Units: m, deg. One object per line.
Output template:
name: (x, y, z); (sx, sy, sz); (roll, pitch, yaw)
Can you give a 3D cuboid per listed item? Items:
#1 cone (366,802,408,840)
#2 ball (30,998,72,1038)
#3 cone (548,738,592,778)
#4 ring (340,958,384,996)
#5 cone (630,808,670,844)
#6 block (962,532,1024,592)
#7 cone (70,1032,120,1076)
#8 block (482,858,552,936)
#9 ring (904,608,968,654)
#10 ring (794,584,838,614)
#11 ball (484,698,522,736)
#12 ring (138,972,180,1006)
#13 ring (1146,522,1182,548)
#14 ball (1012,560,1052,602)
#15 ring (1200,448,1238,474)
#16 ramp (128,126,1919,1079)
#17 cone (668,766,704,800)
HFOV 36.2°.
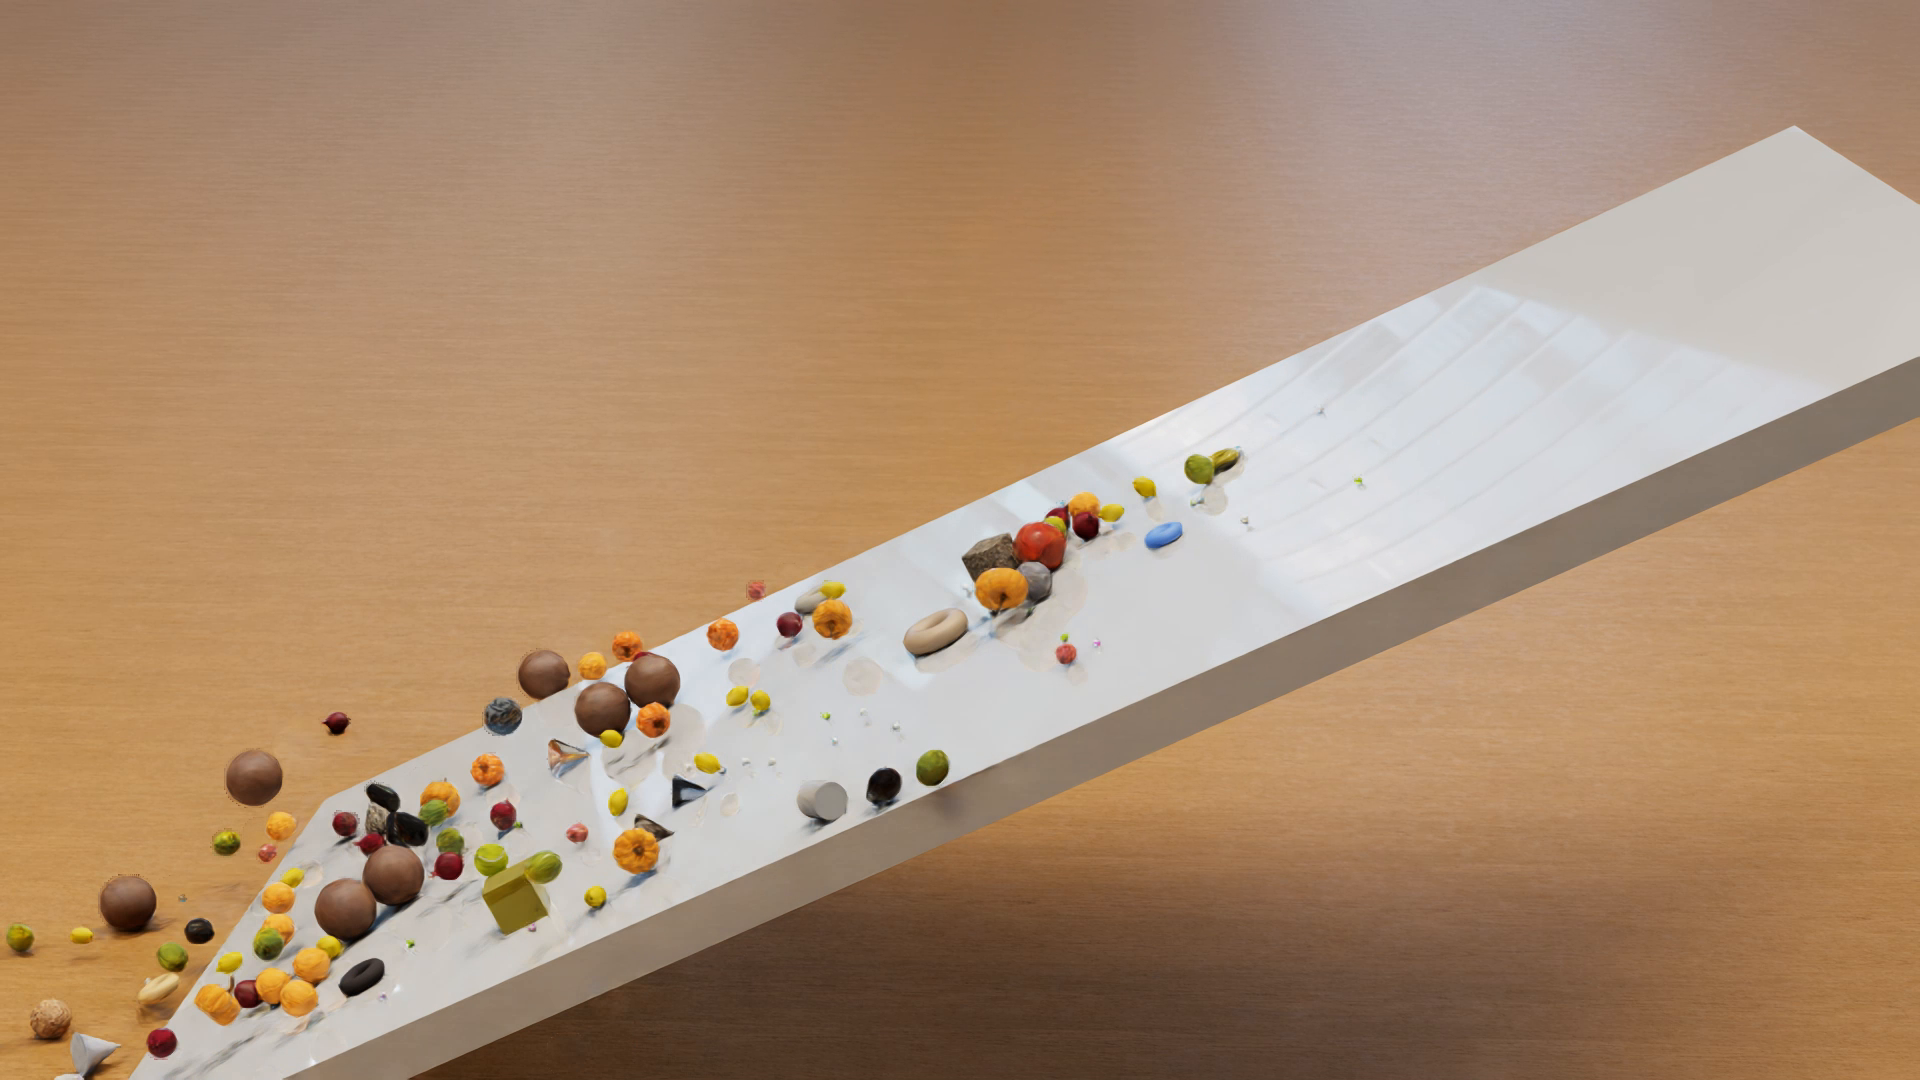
cone: (-1.342, 0.664, 6.925); (0.092, 0.092, 0.092); (2, 16, 6)
ball: (-1.984, 1.045, 6.420); (0.086, 0.086, 0.086); (0, 16, 0)
cone: (-0.880, 0.492, 6.695); (0.090, 0.090, 0.090); (-3, 16, -26)
ring: (-1.193, 0.872, 5.871); (0.100, 0.033, 0.100); (-27, 17, 9)
cone: (-0.605, 0.581, 5.846); (0.075, 0.075, 0.075); (19, 20, 9)
block: (0.074, 0.048, 6.454); (0.086, 0.086, 0.086); (-15, 17, 40)
cone: (-1.833, 1.087, 6.274); (0.094, 0.094, 0.094); (-7, 17, -38)
block: (-0.869, 0.700, 5.765); (0.096, 0.096, 0.096); (-27, 13, 1)
ring: (-0.051, 0.194, 6.222); (0.148, 0.049, 0.148); (-25, 15, 7)
ring: (-0.343, 0.140, 7.006); (0.112, 0.037, 0.112); (-26, 12, 6)
ball: (-0.930, 0.359, 5.989); (0.077, 0.077, 0.077); (0, 16, 0)
ring: (-1.781, 0.999, 6.537); (0.101, 0.034, 0.101); (-27, 13, 7)
ring: (0.425, -0.011, 6.132); (0.084, 0.028, 0.084); (-26, 12, 6)
ball: (0.152, 0.086, 6.164); (0.084, 0.084, 0.084); (0, 16, 0)
ring: (0.570, -0.173, 6.461); (0.091, 0.030, 0.091); (-27, 12, 6)
ramp: (0.137, 0.168, 6.281); (4.000, 0.100, 2.000); (-25, 13, 9)
cone: (-0.547, 0.512, 6.001); (0.071, 0.071, 0.071); (34, 25, 11)
